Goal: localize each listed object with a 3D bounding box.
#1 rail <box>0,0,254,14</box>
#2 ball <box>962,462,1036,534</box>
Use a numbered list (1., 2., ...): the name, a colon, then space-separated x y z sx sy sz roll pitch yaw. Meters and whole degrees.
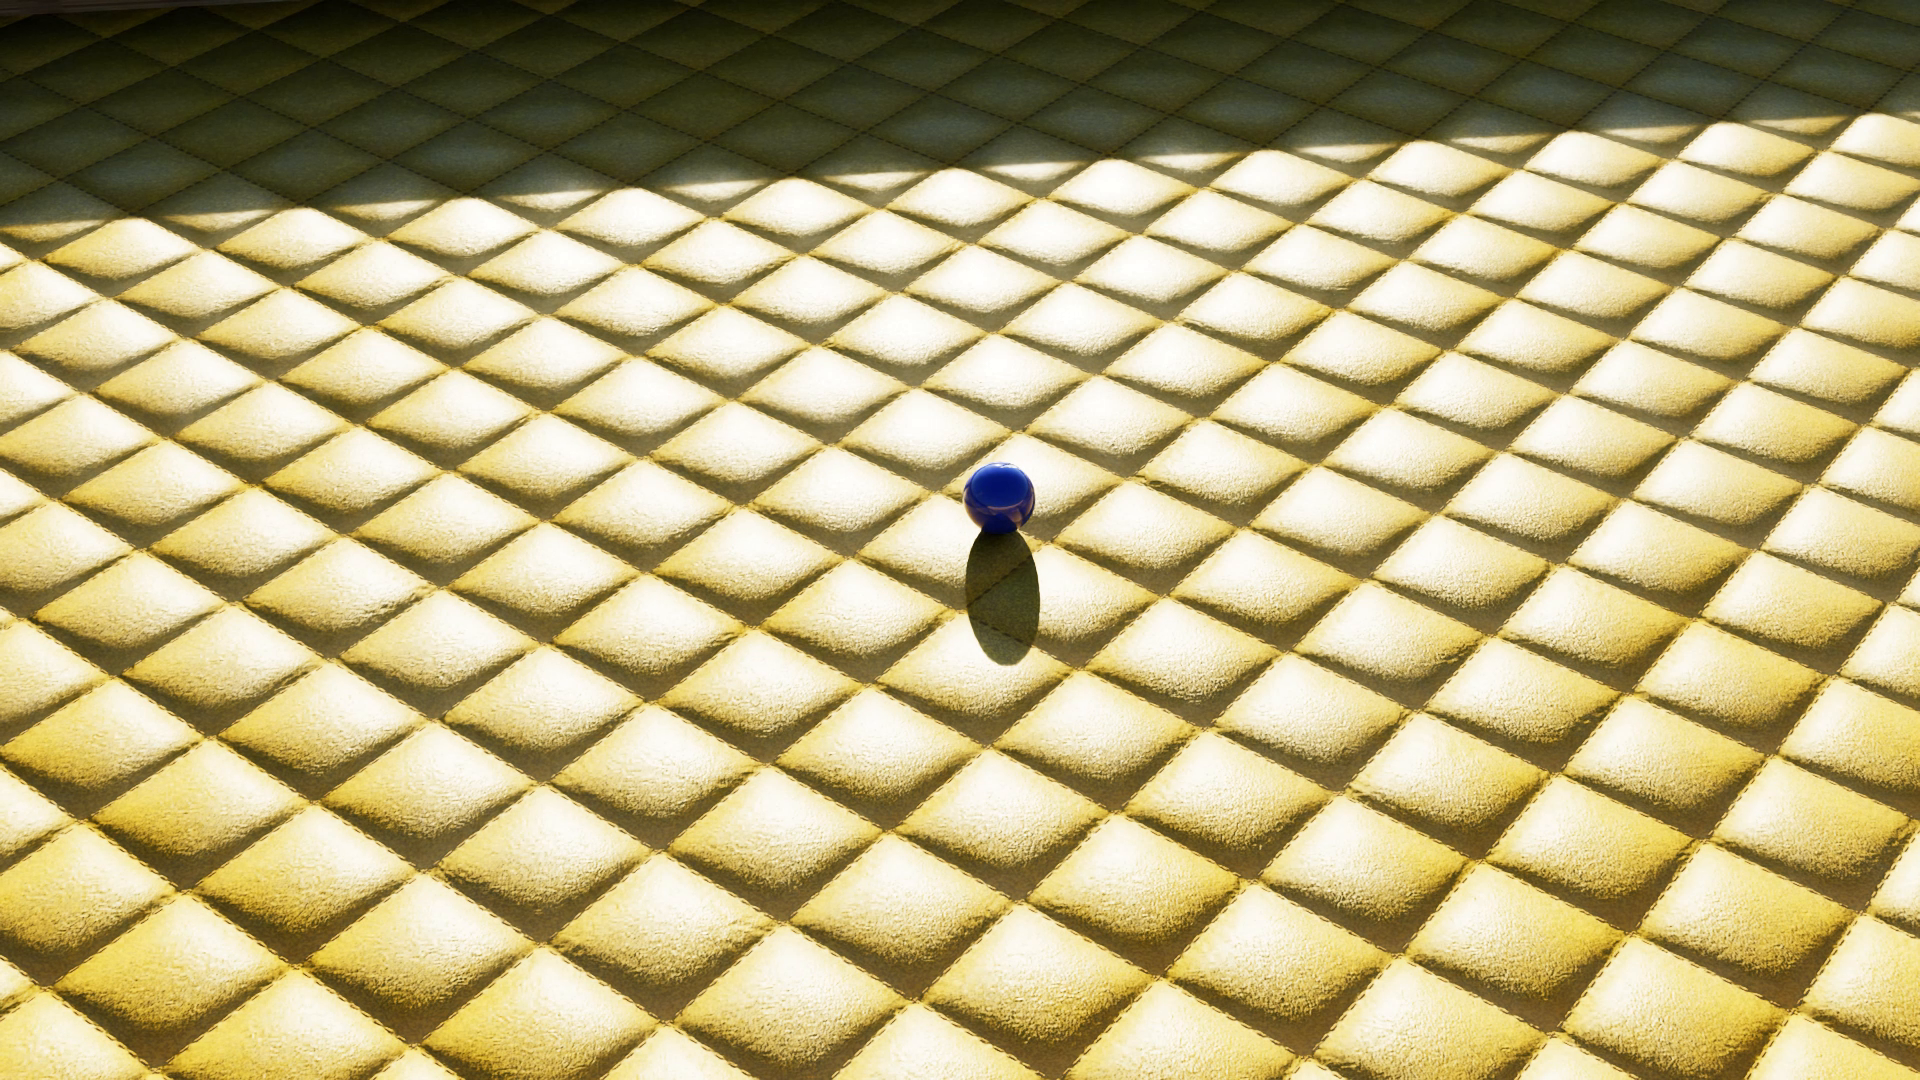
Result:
1. rail: 0.758 -0.611 2.329 3.495 0.126 0.045 -4 37 -6
2. ball: 0.025 -0.026 1.608 0.046 0.046 0.046 0 37 0
